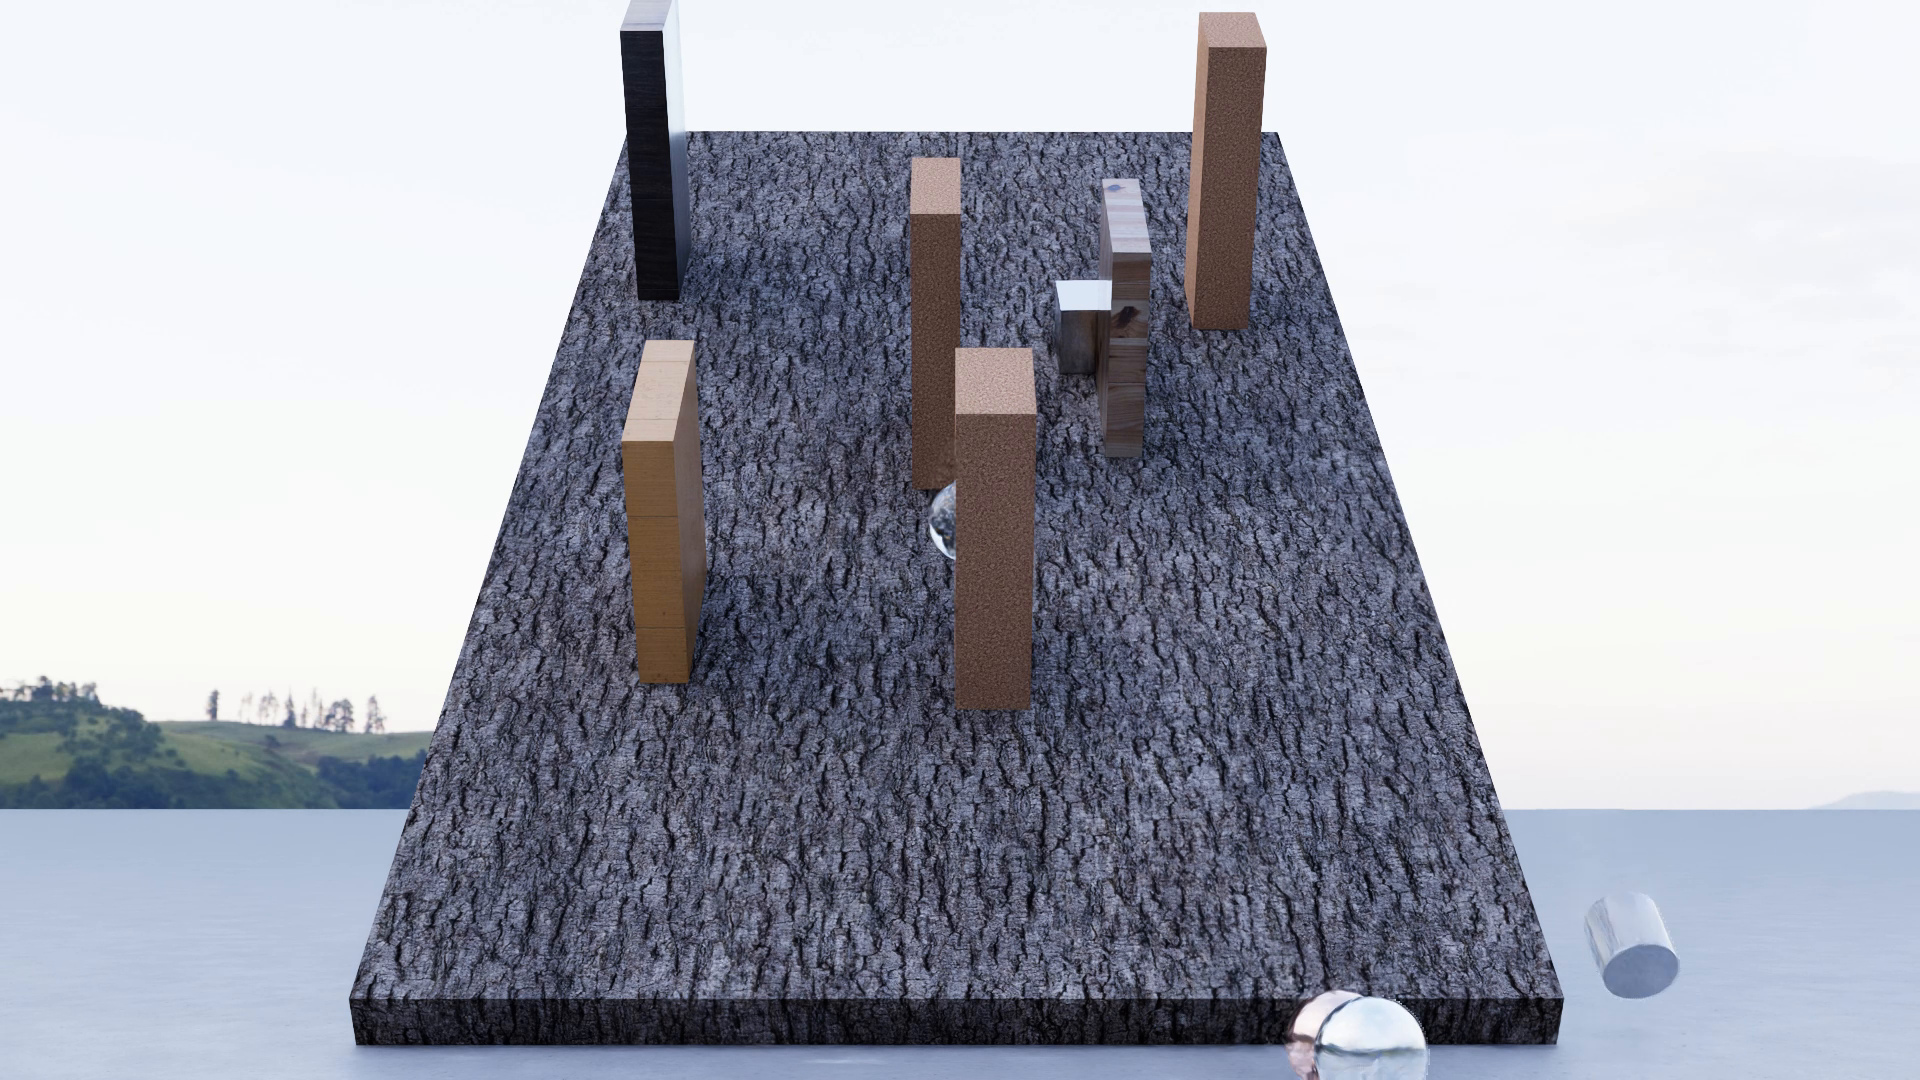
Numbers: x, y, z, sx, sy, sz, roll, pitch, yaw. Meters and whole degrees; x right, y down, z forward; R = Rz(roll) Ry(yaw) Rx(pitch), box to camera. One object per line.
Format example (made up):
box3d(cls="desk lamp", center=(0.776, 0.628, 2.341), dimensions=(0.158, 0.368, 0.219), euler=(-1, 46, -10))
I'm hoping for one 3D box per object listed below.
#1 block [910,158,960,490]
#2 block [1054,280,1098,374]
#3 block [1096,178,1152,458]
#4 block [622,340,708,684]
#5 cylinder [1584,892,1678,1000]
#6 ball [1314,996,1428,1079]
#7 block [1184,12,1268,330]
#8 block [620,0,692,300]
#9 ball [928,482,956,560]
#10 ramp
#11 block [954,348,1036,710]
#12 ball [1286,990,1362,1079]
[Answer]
box3d(cls="block", center=(-0.054, -0.485, 5.444), dimensions=(0.107, 0.669, 0.327), euler=(0, 30, 0))
box3d(cls="block", center=(0.329, -0.530, 6.015), dimensions=(0.174, 0.174, 0.174), euler=(-1, 30, -2))
box3d(cls="block", center=(0.379, -0.524, 5.667), dimensions=(0.085, 0.514, 0.435), euler=(0, 30, 0))
box3d(cls="block", center=(-0.586, -0.060, 4.837), dimensions=(0.097, 0.541, 0.435), euler=(0, 30, 0))
box3d(cls="cylinder", center=(1.228, 0.742, 4.430), dimensions=(0.138, 0.138, 0.138), euler=(0, 34, -4))
box3d(cls="ball", center=(0.539, 0.674, 3.177), dimensions=(0.148, 0.148, 0.148), euler=(0, -6, 0))
box3d(cls="block", center=(0.669, -0.933, 6.138), dimensions=(0.141, 0.749, 0.271), euler=(0, 30, 0))
box3d(cls="block", center=(-0.791, -1.039, 6.331), dimensions=(0.108, 0.730, 0.375), euler=(0, 30, 0))
box3d(cls="ball", center=(0.024, -0.039, 4.914), dimensions=(0.175, 0.175, 0.175), euler=(0, -6, 0))
box3d(cls="ramp", center=(-0.013, -0.208, 5.732), dimensions=(2.000, 0.100, 4.000), euler=(0, 30, 0))
box3d(cls="block", center=(0.064, -0.019, 4.665), dimensions=(0.146, 0.646, 0.276), euler=(0, 30, 0))
box3d(cls="ball", center=(0.521, 0.692, 3.329), dimensions=(0.145, 0.145, 0.145), euler=(0, -6, 0))
